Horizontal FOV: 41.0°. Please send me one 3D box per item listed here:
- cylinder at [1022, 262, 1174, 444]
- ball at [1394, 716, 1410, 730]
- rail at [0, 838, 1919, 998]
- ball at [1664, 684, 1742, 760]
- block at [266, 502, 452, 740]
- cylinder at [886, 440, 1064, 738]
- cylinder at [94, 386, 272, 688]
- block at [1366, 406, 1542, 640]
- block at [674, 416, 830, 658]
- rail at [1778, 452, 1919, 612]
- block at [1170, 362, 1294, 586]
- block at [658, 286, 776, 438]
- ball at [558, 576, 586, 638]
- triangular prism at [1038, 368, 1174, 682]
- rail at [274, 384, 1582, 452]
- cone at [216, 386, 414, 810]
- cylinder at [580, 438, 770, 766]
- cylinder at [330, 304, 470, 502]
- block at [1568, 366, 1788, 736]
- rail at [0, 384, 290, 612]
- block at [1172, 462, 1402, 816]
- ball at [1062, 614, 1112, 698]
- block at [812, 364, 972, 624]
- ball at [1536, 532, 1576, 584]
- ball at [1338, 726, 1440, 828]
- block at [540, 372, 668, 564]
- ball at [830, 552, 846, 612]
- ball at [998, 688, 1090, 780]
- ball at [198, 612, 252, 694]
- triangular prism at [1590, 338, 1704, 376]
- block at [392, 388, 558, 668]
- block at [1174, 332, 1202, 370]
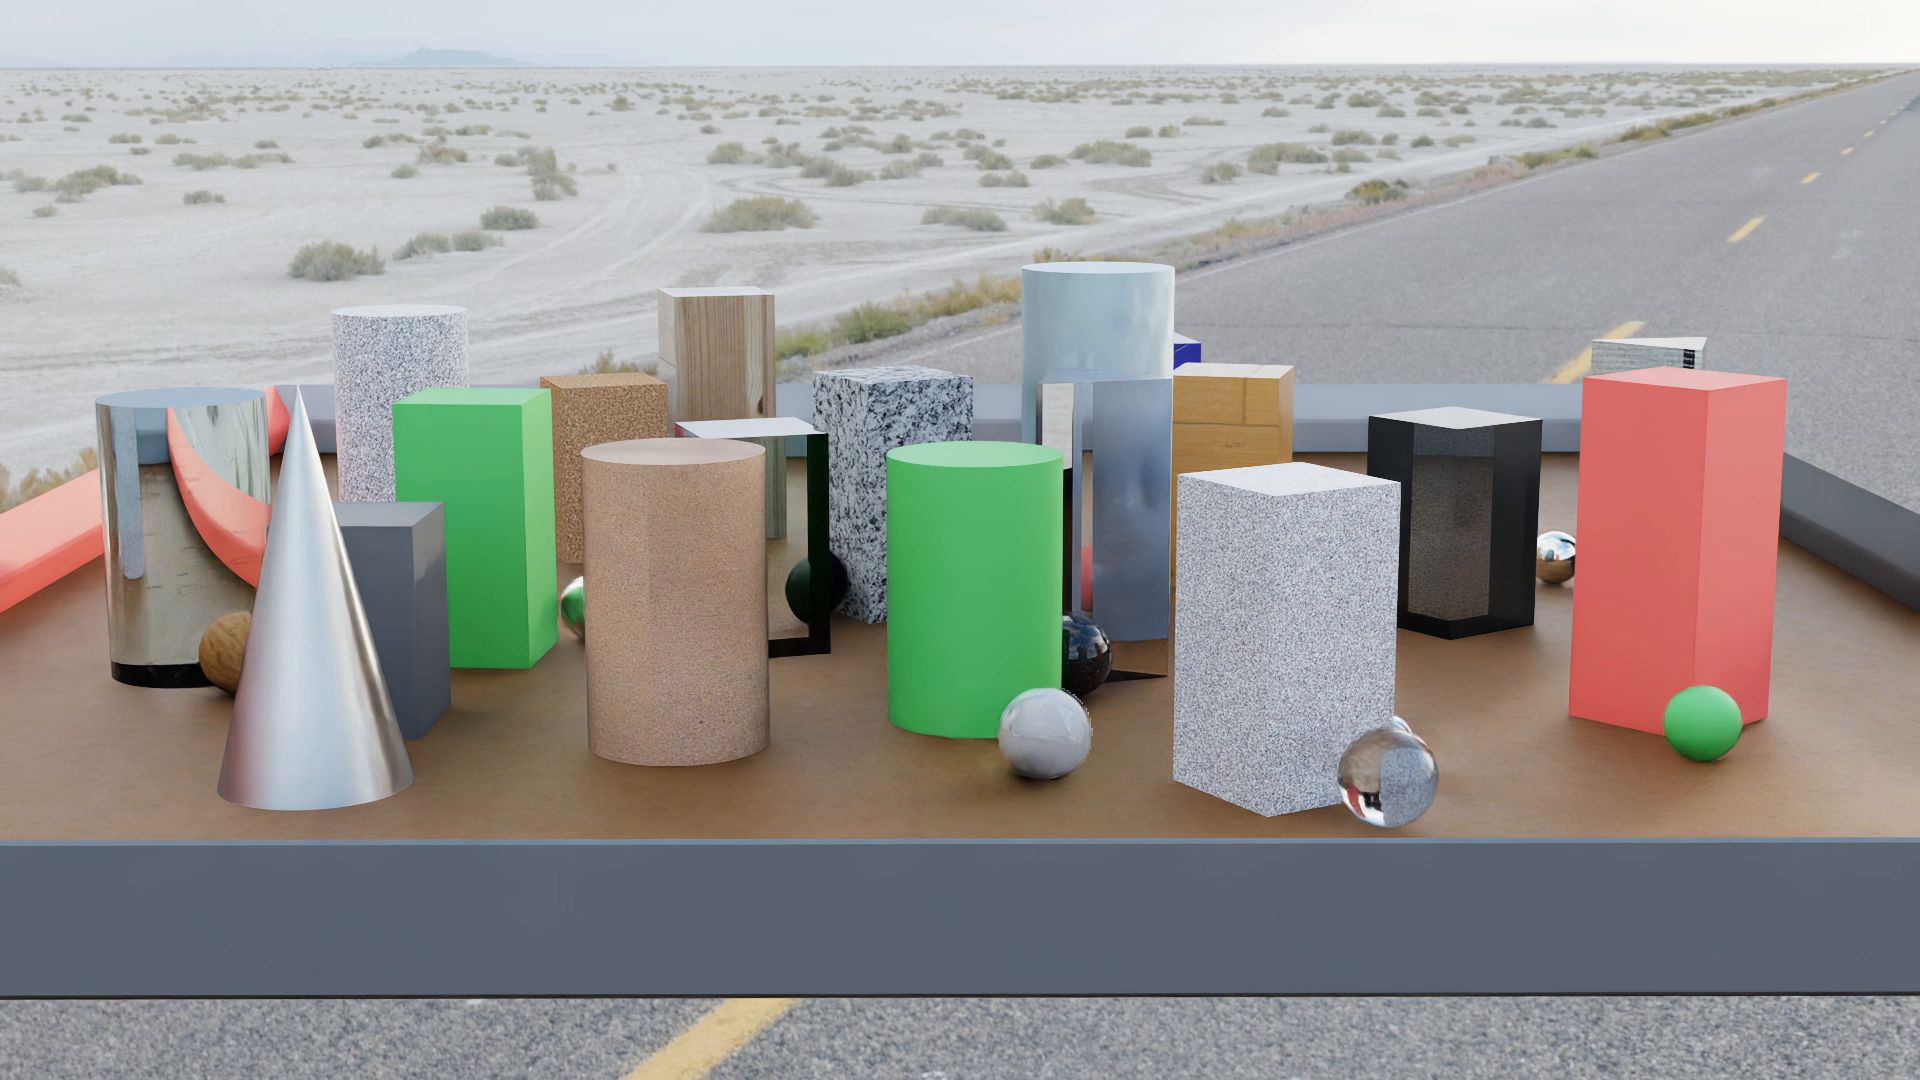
[{"bbox_3d":[0.178,-0.122,3.355,0.197,0.469,0.197,0,10,0],"label":"cylinder"},{"bbox_3d":[0.456,0.209,2.723,0.047,0.047,0.047,0,10,0],"label":"ball"},{"bbox_3d":[0.008,0.294,2.040,2.589,0.128,0.045,0,10,0],"label":"rail"},{"bbox_3d":[0.787,0.194,2.719,0.080,0.080,0.080,0,10,0],"label":"ball"},{"bbox_3d":[-0.668,0.087,2.864,0.158,0.237,0.158,0,10,1],"label":"block"},{"bbox_3d":[0.017,0.052,2.880,0.197,0.300,0.197,0,10,0],"label":"cylinder"},{"bbox_3d":[-0.932,-0.007,3.101,0.197,0.335,0.197,0,10,0],"label":"cylinder"},{"bbox_3d":[0.646,-0.026,3.373,0.158,0.273,0.158,-7,13,-35],"label":"block"},{"bbox_3d":[-0.262,-0.004,3.239,0.158,0.279,0.158,-4,11,-19],"label":"block"},{"bbox_3d":[1.271,0.032,3.456,0.045,0.128,2.912,0,10,0],"label":"rail"},{"bbox_3d":[0.384,-0.093,3.661,0.158,0.300,0.158,3,11,14],"label":"block"},{"bbox_3d":[-0.386,-0.209,4.083,0.158,0.374,0.158,-3,11,-16],"label":"block"},{"bbox_3d":[-0.473,0.086,3.295,0.082,0.082,0.082,0,10,0],"label":"ball"},{"bbox_3d":[0.146,-0.021,3.103,0.171,0.362,0.148,-4,11,-20],"label":"triangular prism"},{"bbox_3d":[-0.008,-0.228,4.857,2.589,0.128,0.045,0,10,0],"label":"rail"},{"bbox_3d":[-0.661,0.047,2.598,0.197,0.413,0.197,0,10,0],"label":"cone"},{"bbox_3d":[-0.306,0.062,2.767,0.197,0.321,0.197,0,10,0],"label":"cylinder"},{"bbox_3d":[-0.826,-0.157,3.815,0.197,0.370,0.197,0,10,0],"label":"cylinder"},{"bbox_3d":[0.802,0.010,2.872,0.158,0.385,0.158,-9,14,-41],"label":"block"},{"bbox_3d":[-1.271,0.034,3.442,0.045,0.128,2.912,0,10,0],"label":"rail"},{"bbox_3d":[0.328,0.095,2.594,0.158,0.319,0.158,-6,12,-31],"label":"block"},{"bbox_3d":[0.130,0.135,2.990,0.096,0.096,0.096,0,10,0],"label":"ball"},{"bbox_3d":[-0.091,-0.066,3.463,0.158,0.318,0.158,-6,12,-30],"label":"block"},{"bbox_3d":[0.845,0.025,3.642,0.076,0.076,0.076,0,10,0],"label":"ball"},{"bbox_3d":[0.414,0.229,2.480,0.098,0.098,0.098,0,10,0],"label":"ball"},{"bbox_3d":[-0.535,-0.112,3.870,0.158,0.261,0.158,-4,11,-20],"label":"block"},{"bbox_3d":[-0.199,0.056,3.417,0.097,0.097,0.097,0,10,0],"label":"ball"},{"bbox_3d":[0.087,0.199,2.646,0.095,0.095,0.095,0,10,0],"label":"ball"},{"bbox_3d":[-0.842,0.132,3.006,0.096,0.096,0.096,0,10,0],"label":"ball"},{"bbox_3d":[0.994,-0.106,3.602,0.148,0.348,0.171,-9,14,-41],"label":"triangular prism"},{"bbox_3d":[-0.599,-0.018,3.187,0.158,0.325,0.158,1,11,4],"label":"block"},{"bbox_3d":[0.273,-0.155,3.963,0.158,0.313,0.158,-2,11,-10],"label":"block"}]
